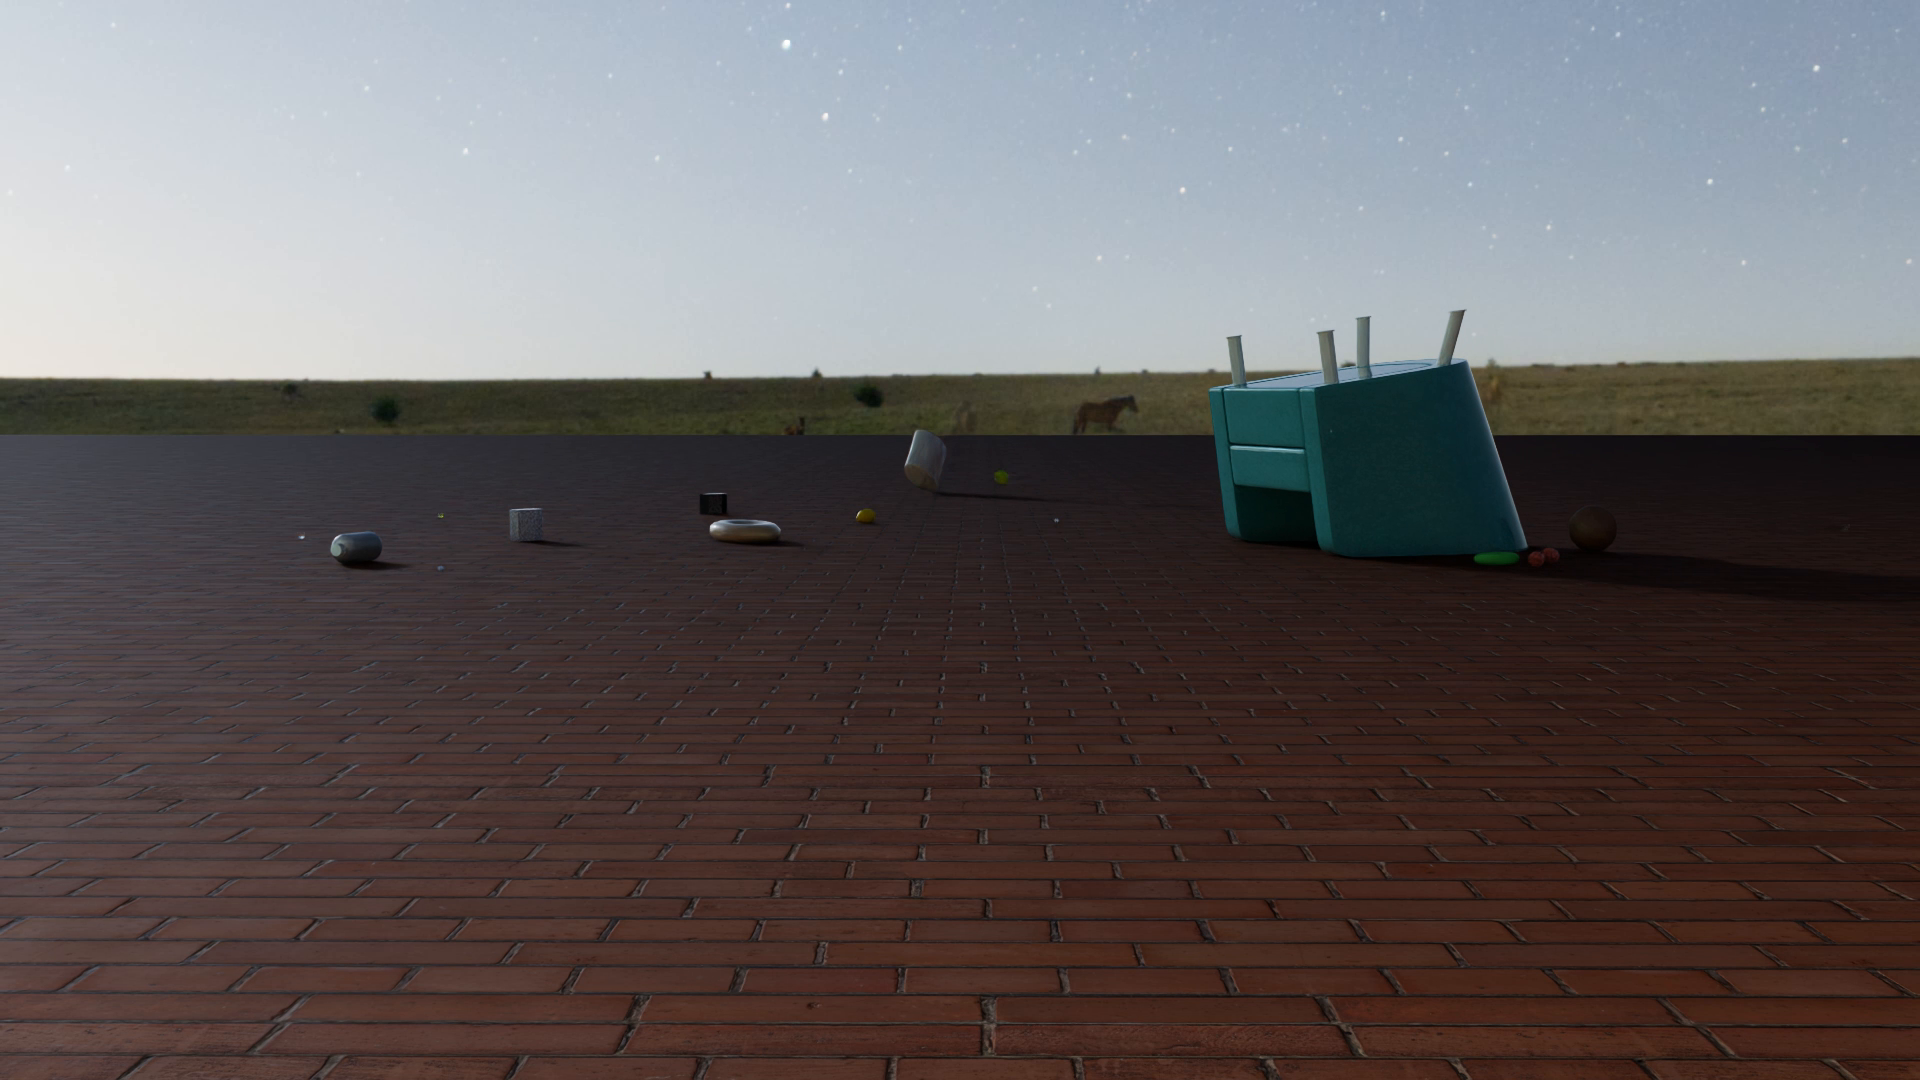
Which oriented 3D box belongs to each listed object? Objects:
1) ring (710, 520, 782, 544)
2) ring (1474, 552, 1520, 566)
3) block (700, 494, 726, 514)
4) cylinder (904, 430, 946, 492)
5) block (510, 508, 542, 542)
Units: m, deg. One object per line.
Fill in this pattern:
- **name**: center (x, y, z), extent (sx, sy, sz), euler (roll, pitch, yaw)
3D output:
- **ring**: center (-0.637, -0.025, 6.514), extent (0.181, 0.056, 0.322), euler (-4, 6, -30)
- **ring**: center (1.371, 0.048, 5.619), extent (0.126, 0.031, 0.066), euler (-2, 6, -15)
- **block**: center (-0.888, -0.130, 7.916), extent (0.050, 0.072, 0.084), euler (4, 5, 42)
- **cylinder**: center (-0.149, -0.345, 9.570), extent (0.127, 0.179, 0.223), euler (1, -31, 26)
- **block**: center (-1.287, -0.045, 6.525), extent (0.045, 0.093, 0.086), euler (4, 6, 45)
